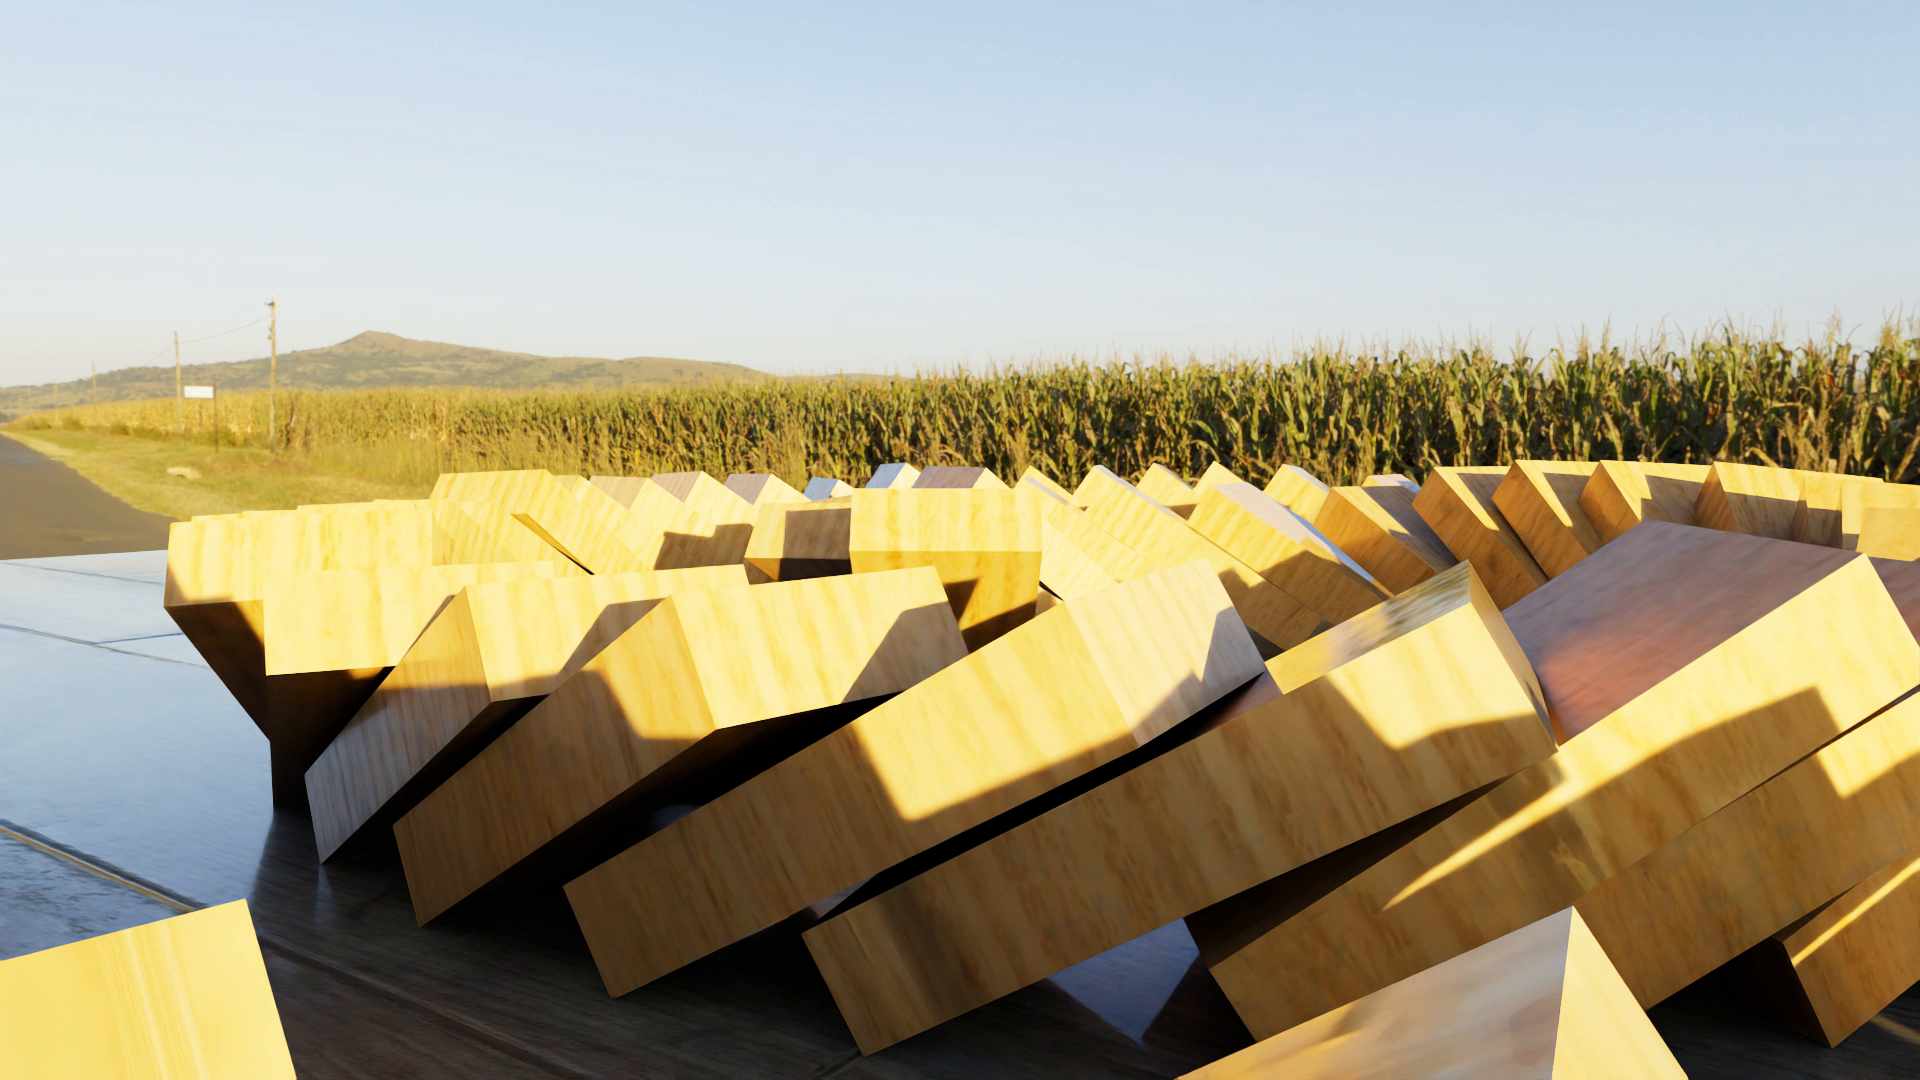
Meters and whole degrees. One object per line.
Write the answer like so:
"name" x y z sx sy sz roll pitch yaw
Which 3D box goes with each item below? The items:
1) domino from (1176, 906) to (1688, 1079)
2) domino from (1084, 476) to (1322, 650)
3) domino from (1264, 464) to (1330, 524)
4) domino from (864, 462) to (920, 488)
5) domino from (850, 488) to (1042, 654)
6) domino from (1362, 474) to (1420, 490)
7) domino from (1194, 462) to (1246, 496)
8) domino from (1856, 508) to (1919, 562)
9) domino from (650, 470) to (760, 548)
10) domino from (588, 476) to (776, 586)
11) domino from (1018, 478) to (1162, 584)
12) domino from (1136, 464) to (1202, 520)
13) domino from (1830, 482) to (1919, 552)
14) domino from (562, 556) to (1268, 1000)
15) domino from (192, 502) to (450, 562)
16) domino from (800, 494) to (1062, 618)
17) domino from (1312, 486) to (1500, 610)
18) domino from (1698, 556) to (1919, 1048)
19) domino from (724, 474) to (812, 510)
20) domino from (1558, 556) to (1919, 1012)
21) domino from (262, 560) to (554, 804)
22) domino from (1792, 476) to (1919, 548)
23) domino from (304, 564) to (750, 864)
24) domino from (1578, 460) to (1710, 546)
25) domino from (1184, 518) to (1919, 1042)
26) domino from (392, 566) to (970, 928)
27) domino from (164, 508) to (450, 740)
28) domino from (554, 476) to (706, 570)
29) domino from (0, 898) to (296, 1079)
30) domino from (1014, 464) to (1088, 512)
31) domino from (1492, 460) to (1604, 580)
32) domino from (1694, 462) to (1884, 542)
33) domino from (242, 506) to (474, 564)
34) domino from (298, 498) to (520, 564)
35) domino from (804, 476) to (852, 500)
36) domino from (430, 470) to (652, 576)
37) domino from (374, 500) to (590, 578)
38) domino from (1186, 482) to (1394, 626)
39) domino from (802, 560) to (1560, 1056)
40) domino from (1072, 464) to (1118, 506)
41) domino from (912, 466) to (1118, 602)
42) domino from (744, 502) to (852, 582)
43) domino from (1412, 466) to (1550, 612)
"domino" -0.014 0.023 0.015 0.050 0.009 0.025 -36 -11 26
"domino" 0.051 0.005 0.267 0.050 0.009 0.025 34 9 9
"domino" 0.105 -0.001 0.337 0.050 0.009 0.025 39 16 20
"domino" 0.000 -0.002 0.336 0.050 0.009 0.025 36 -9 -16
"domino" -0.002 0.010 0.190 0.025 0.009 0.050 0 -30 0
"domino" 0.127 0.001 0.329 0.050 0.009 0.025 39 25 28
"domino" 0.087 -0.002 0.342 0.050 0.009 0.025 37 10 14
"domino" 0.108 0.015 0.136 0.025 0.009 0.050 4 38 40
"domino" -0.049 0.002 0.302 0.050 0.009 0.025 37 -21 -32
"domino" -0.060 0.003 0.290 0.025 0.009 0.050 5 -27 47
"domino" 0.032 0.005 0.267 0.050 0.009 0.025 34 7 4
"domino" 0.071 -0.002 0.345 0.050 0.009 0.025 37 10 10
"domino" 0.121 0.012 0.155 0.025 0.009 0.050 8 41 29
"domino" -0.004 0.018 0.098 0.050 0.009 0.025 -32 -11 29
"domino" -0.080 0.012 0.173 0.025 0.009 0.050 -4 -26 -8
"domino" -0.005 0.007 0.234 0.025 0.009 0.050 -7 -30 46
"domino" 0.097 0.007 0.255 0.025 0.009 0.050 -3 36 -32
"domino" 0.077 0.018 0.106 0.050 0.009 0.025 -32 11 -9
"domino" -0.034 0.001 0.315 0.050 0.009 0.025 35 -16 -28
"domino" 0.057 0.019 0.099 0.050 0.009 0.025 -30 6 -1
"domino" -0.060 0.017 0.138 0.025 0.009 0.050 -2 -22 -28
"domino" 0.128 0.011 0.172 0.025 0.009 0.050 7 41 25
"domino" -0.042 0.018 0.122 0.025 0.009 0.050 -4 -22 -42
"domino" 0.125 0.007 0.209 0.025 0.009 0.050 2 42 -6
"domino" 0.039 0.017 0.096 0.050 0.009 0.025 -33 6 2
"domino" -0.025 0.018 0.108 0.025 0.009 0.050 -5 -23 -47
"domino" -0.073 0.013 0.154 0.025 0.009 0.050 -4 -27 -15
"domino" -0.072 0.004 0.274 0.025 0.009 0.050 1 -30 40
"domino" -0.033 0.023 0.023 0.050 0.009 0.025 -38 -20 35
"domino" 0.037 -0.002 0.346 0.050 0.009 0.025 36 6 1
"domino" 0.118 0.006 0.225 0.025 0.010 0.050 0 43 -15
"domino" 0.130 0.008 0.192 0.025 0.009 0.050 7 42 10
"domino" -0.084 0.011 0.195 0.025 0.009 0.050 -1 -26 3
"domino" -0.085 0.009 0.214 0.025 0.009 0.050 -2 -26 9
"domino" -0.016 0.001 0.328 0.050 0.009 0.025 32 -7 -20
"domino" -0.079 0.005 0.254 0.025 0.009 0.050 -1 -32 23
"domino" -0.083 0.008 0.237 0.025 0.009 0.050 2 -25 20
"domino" 0.073 0.006 0.263 0.050 0.009 0.025 37 21 23
"domino" 0.016 0.019 0.092 0.050 0.009 0.025 -31 -7 21
"domino" 0.055 -0.002 0.346 0.050 0.009 0.025 36 10 6
"domino" 0.014 0.005 0.251 0.050 0.010 0.025 40 -14 -24
"domino" -0.010 0.010 0.215 0.025 0.009 0.050 1 -26 31
"domino" 0.110 0.006 0.239 0.025 0.009 0.050 -2 42 -22
